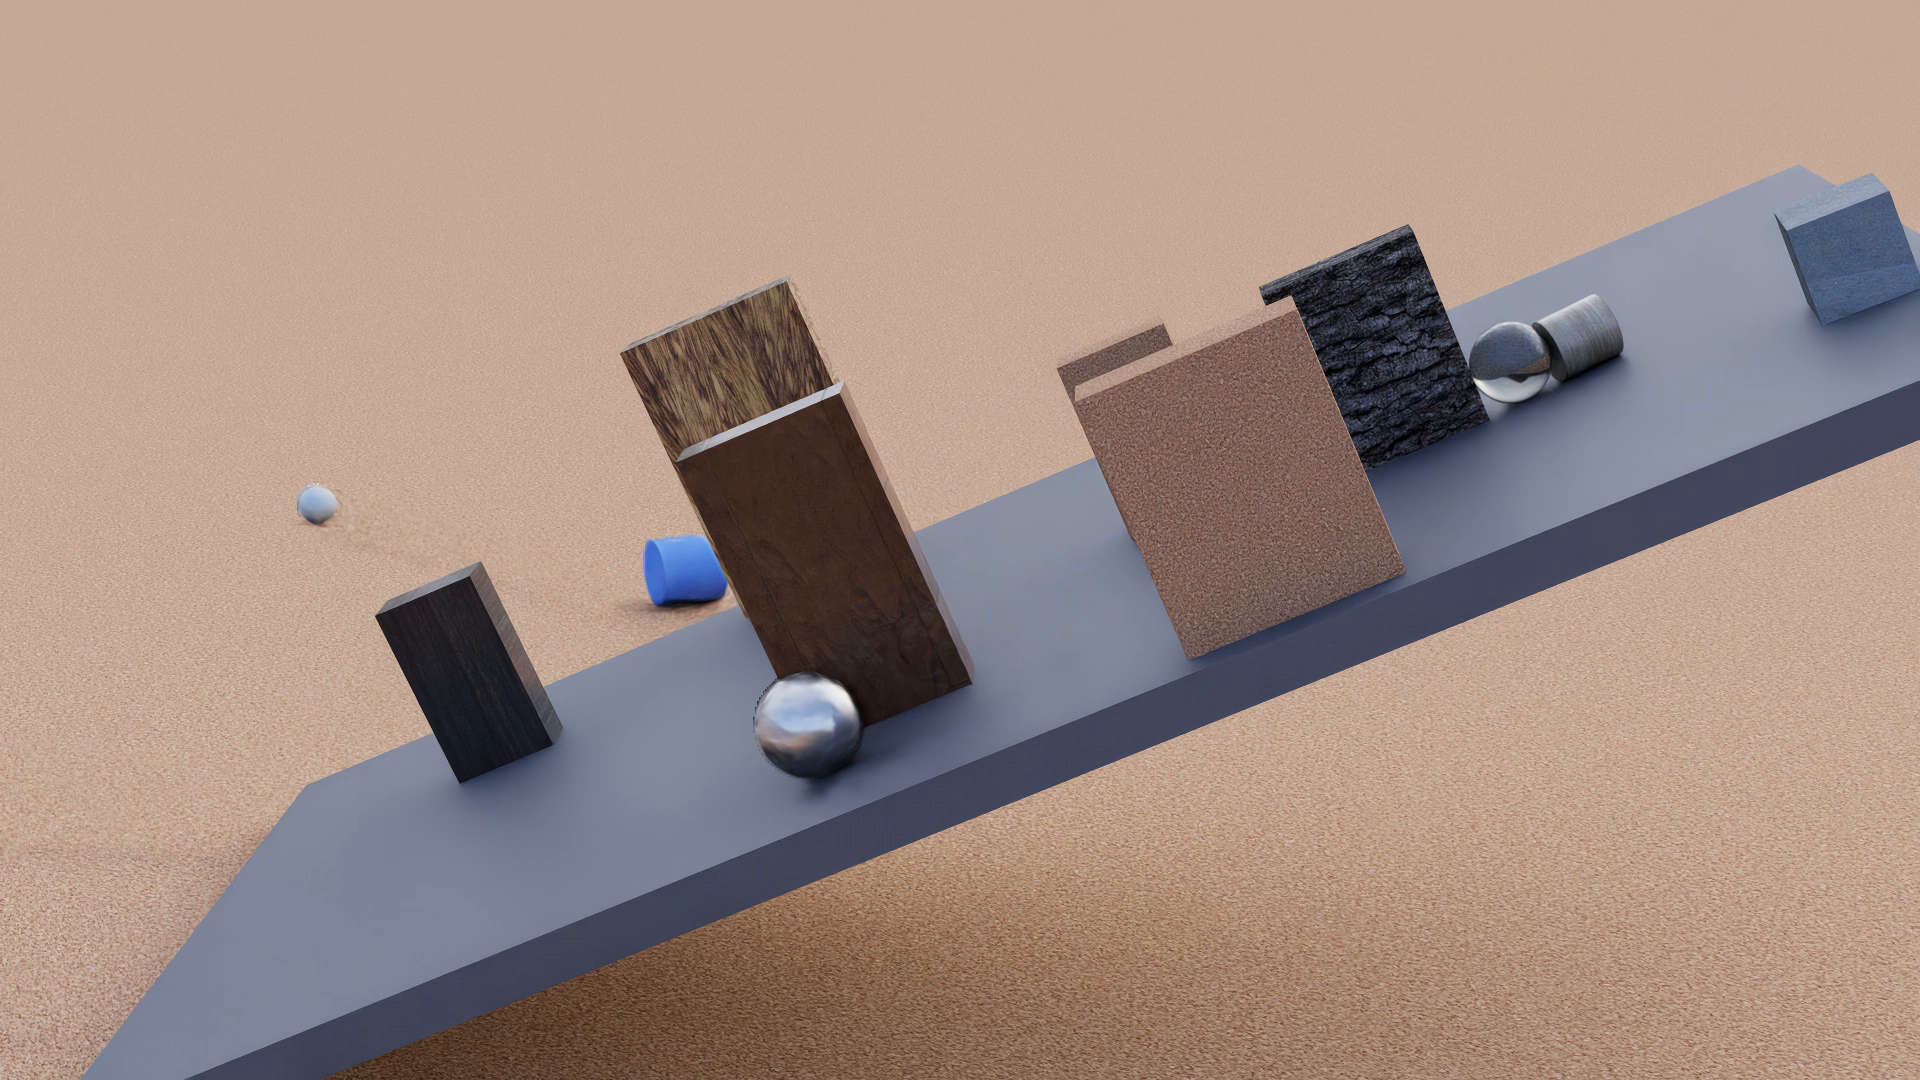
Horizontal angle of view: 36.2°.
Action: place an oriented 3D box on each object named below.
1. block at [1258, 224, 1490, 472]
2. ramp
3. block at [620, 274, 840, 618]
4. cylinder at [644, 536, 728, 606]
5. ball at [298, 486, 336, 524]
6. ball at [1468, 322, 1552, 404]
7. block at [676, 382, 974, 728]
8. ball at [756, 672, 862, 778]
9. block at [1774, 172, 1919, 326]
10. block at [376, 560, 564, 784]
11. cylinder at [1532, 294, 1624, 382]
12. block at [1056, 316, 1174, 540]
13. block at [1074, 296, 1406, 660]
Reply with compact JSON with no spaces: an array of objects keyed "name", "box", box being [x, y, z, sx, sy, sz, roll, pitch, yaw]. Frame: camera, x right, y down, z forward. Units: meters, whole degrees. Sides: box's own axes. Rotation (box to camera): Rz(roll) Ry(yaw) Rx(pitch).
[{"name":"block","box":[0.846,-0.381,6.014,0.329,0.423,0.099,-23,13,8]},{"name":"ramp","box":[0.131,0.171,6.285,4.000,0.100,2.000,-23,13,8]},{"name":"block","box":[-0.464,-0.223,7.114,0.439,0.718,0.105,-23,13,8]},{"name":"cylinder","box":[-0.883,0.098,9.470,0.208,0.208,0.208,-6,16,-23]},{"name":"ball","box":[-2.284,-0.125,10.458,0.133,0.133,0.133,0,15,0]},{"name":"ball","box":[1.125,-0.363,6.009,0.168,0.168,0.168,0,15,0]},{"name":"block","box":[-0.261,0.051,5.805,0.350,0.636,0.116,-23,13,8]},{"name":"ball","box":[-0.288,0.353,5.619,0.204,0.204,0.204,0,15,0]},{"name":"block","box":[1.711,-0.563,5.670,0.199,0.199,0.199,-21,13,13]},{"name":"block","box":[-1.138,0.307,6.831,0.244,0.441,0.131,-23,13,8]},{"name":"cylinder","box":[1.266,-0.415,6.034,0.135,0.135,0.135,-26,19,-7]},{"name":"block","box":[0.401,-0.241,6.300,0.245,0.408,0.099,-23,13,8]},{"name":"block","box":[0.505,-0.111,5.316,0.423,0.521,0.138,-23,13,8]}]
